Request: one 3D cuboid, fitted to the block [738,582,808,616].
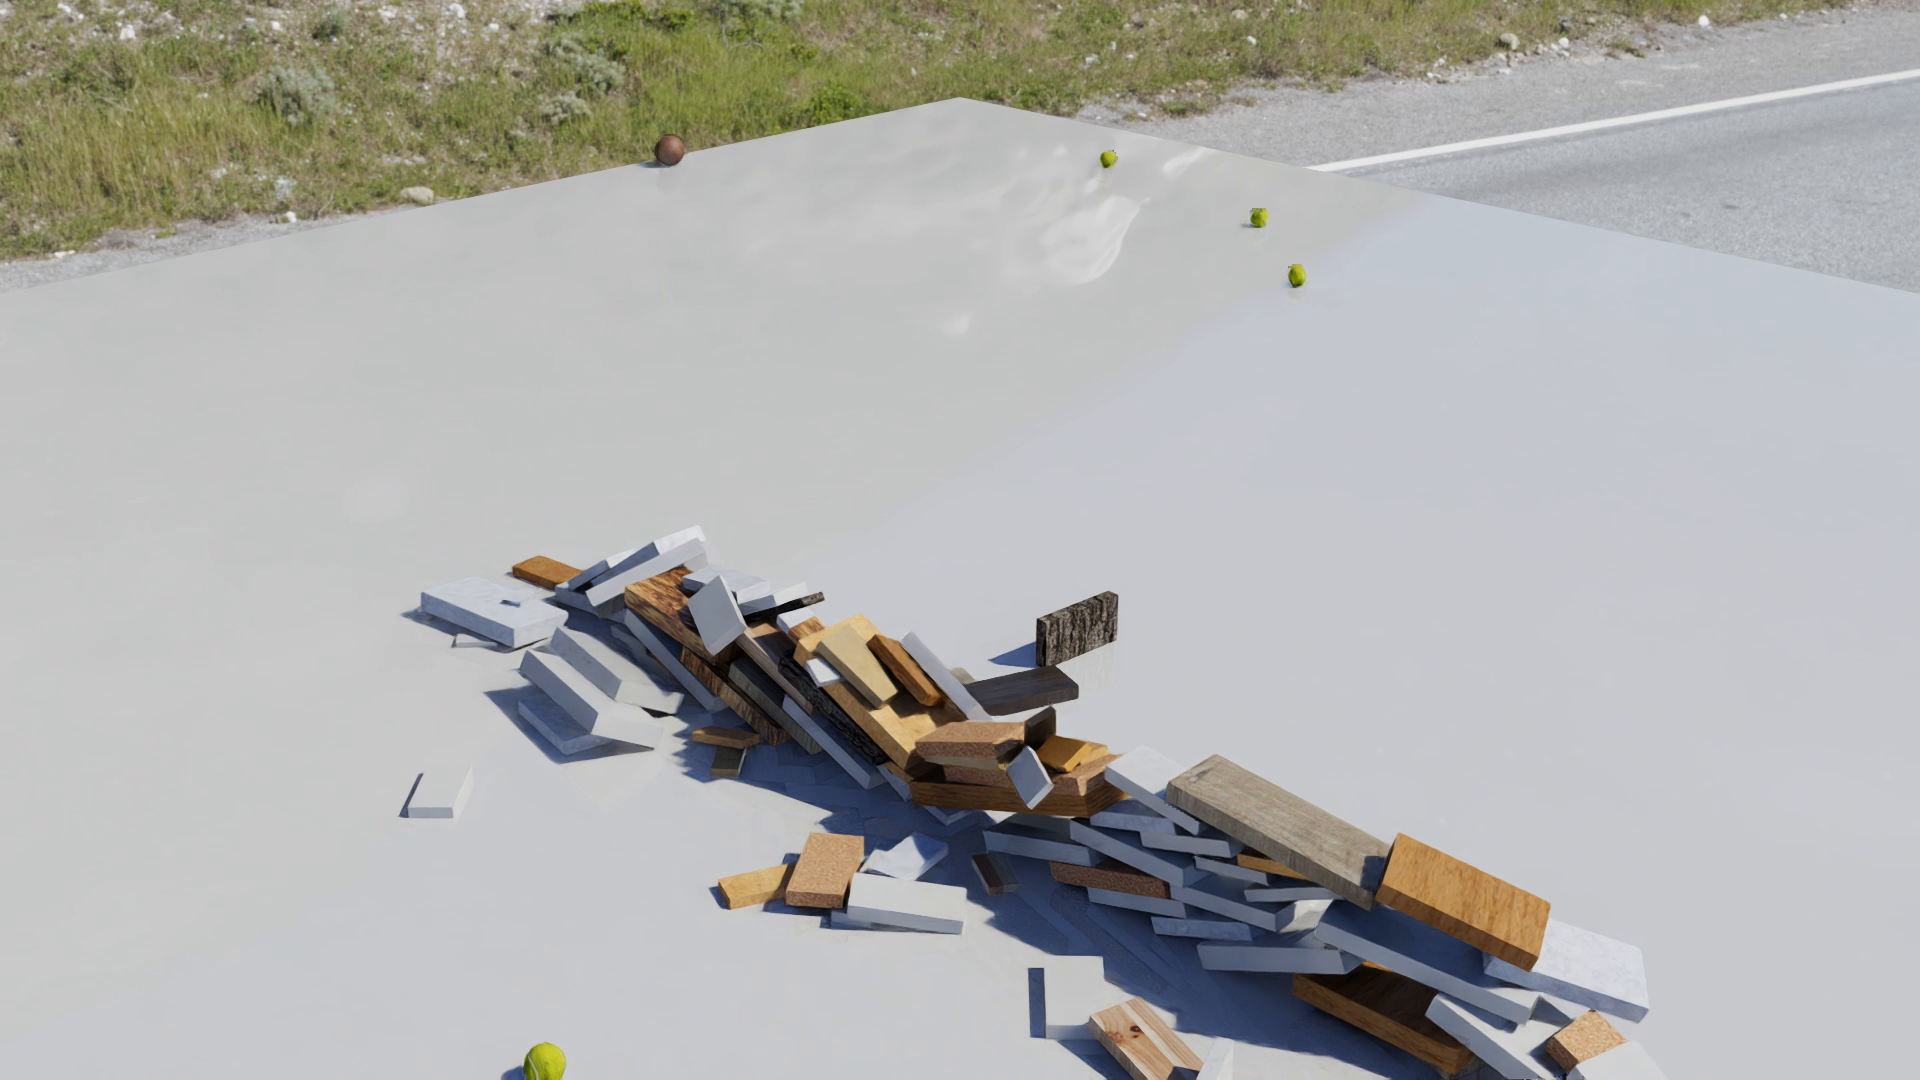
[{"bbox_3d":[-0.432,0.136,4.837,0.192,0.027,0.096,-16,4,45],"label":"block"}]

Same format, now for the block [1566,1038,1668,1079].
[{"bbox_3d":[1.082,0.915,3.420,0.134,0.038,0.268,-14,51,-29],"label":"block"}]

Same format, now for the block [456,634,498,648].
[{"bbox_3d":[-1.138,0.236,5.186,0.095,0.013,0.047,-1,23,-4],"label":"block"}]

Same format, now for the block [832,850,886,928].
[{"bbox_3d":[-0.165,0.661,4.175,0.079,0.022,0.232,7,24,17],"label":"block"}]

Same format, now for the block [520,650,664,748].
[{"bbox_3d":[-0.805,0.344,4.792,0.167,0.047,0.380,18,8,-39],"label":"block"}]

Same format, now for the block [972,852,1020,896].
[{"bbox_3d":[0.068,0.640,4.229,0.061,0.017,0.121,-6,24,-15],"label":"block"}]

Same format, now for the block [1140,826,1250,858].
[{"bbox_3d":[0.441,0.529,3.965,0.109,0.031,0.219,-20,12,-38],"label":"block"}]

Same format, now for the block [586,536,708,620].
[{"bbox_3d":[-0.726,0.090,5.117,0.285,0.040,0.143,-27,-11,-10],"label":"block"}]

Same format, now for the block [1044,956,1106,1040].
[{"bbox_3d":[0.201,0.798,3.842,0.105,0.030,0.210,0,23,1],"label":"block"}]

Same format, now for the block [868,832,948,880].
[{"bbox_3d":[-0.099,0.615,4.224,0.079,0.022,0.158,16,27,30],"label":"block"}]

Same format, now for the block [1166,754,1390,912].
[{"bbox_3d":[0.570,0.501,3.808,0.438,0.039,0.136,26,36,37],"label":"block"}]

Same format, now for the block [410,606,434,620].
[{"bbox_3d":[-1.289,0.168,5.348,0.047,0.013,0.095,9,25,21],"label":"block"}]

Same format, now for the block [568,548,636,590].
[{"bbox_3d":[-0.862,0.071,5.306,0.090,0.026,0.181,-23,-3,-45],"label":"block"}]

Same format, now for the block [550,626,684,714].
[{"bbox_3d":[-0.770,0.291,4.924,0.167,0.047,0.334,17,8,-40],"label":"block"}]

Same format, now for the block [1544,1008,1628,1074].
[{"bbox_3d":[1.066,0.871,3.525,0.121,0.034,0.241,-18,53,-41],"label":"block"}]

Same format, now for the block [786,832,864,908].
[{"bbox_3d":[-0.255,0.628,4.185,0.107,0.030,0.214,3,23,8],"label":"block"}]

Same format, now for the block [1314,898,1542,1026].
[{"bbox_3d":[0.792,0.689,3.684,0.368,0.038,0.134,20,32,22],"label":"block"}]

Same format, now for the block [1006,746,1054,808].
[{"bbox_3d":[0.130,0.442,4.100,0.017,0.061,0.121,35,14,-32],"label":"block"}]

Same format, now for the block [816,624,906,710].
[{"bbox_3d":[-0.198,0.255,4.462,0.182,0.026,0.091,43,41,13],"label":"block"}]

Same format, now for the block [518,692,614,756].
[{"bbox_3d":[-0.859,0.392,4.793,0.117,0.033,0.235,-15,27,-32],"label":"block"}]

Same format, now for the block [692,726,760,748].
[{"bbox_3d":[-0.501,0.422,4.708,0.131,0.018,0.065,6,11,29],"label":"block"}]

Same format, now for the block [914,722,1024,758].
[{"bbox_3d":[0.025,0.387,4.266,0.214,0.030,0.107,-4,14,45],"label":"block"}]

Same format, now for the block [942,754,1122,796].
[{"bbox_3d":[0.140,0.438,4.211,0.123,0.035,0.401,-21,12,-37],"label":"block"}]

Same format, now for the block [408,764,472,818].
[{"bbox_3d":[-1.066,0.515,4.515,0.090,0.026,0.181,0,23,0],"label":"block"}]

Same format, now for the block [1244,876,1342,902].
[{"bbox_3d":[0.601,0.597,3.812,0.082,0.023,0.217,-26,8,-41],"label":"block"}]

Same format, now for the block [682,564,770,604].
[{"bbox_3d":[-0.527,0.099,4.957,0.192,0.027,0.096,13,25,43],"label":"block"}]

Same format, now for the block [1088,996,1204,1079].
[{"bbox_3d":[0.317,0.853,3.672,0.105,0.030,0.210,-14,35,-29],"label":"block"}]

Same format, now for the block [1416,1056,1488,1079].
[{"bbox_3d":[0.799,0.830,3.761,0.121,0.034,0.241,-13,26,-29],"label":"block"}]

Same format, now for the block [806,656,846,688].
[{"bbox_3d":[-0.251,0.260,4.463,0.114,0.016,0.057,-12,56,-34],"label":"block"}]

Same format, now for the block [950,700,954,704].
[{"bbox_3d":[-0.104,0.358,4.821,0.208,0.018,0.065,-8,30,15],"label":"block"}]

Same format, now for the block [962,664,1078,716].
[{"bbox_3d":[0.079,0.350,4.893,0.357,0.033,0.117,-11,25,-24],"label":"block"}]

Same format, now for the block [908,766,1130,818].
[{"bbox_3d":[0.128,0.473,4.281,0.176,0.050,0.488,-22,12,-41],"label":"block"}]

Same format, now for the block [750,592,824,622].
[{"bbox_3d":[-0.378,0.147,4.819,0.151,0.021,0.076,-17,0,35],"label":"block"}]

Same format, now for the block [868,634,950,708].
[{"bbox_3d":[-0.105,0.267,4.481,0.182,0.026,0.091,47,13,28],"label":"block"}]

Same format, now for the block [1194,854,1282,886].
[{"bbox_3d":[0.508,0.573,3.914,0.082,0.023,0.165,-21,18,-39],"label":"block"}]

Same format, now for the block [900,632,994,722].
[{"bbox_3d":[-0.022,0.299,4.520,0.035,0.123,0.247,-42,52,-4],"label":"block"}]

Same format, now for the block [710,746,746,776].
[{"bbox_3d":[-0.489,0.463,4.648,0.057,0.016,0.114,1,23,3],"label":"block"}]

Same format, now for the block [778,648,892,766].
[{"bbox_3d":[-0.206,0.328,4.591,0.176,0.050,0.352,-16,42,-36],"label":"block"}]

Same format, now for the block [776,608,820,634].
[{"bbox_3d":[-0.303,0.215,4.668,0.076,0.021,0.206,-14,40,-34],"label":"block"}]

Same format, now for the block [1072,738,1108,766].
[{"bbox_3d":[0.221,0.399,4.159,0.063,0.018,0.127,-18,10,-26],"label":"block"}]

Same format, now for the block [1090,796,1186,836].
[{"bbox_3d":[0.352,0.501,4.054,0.109,0.031,0.219,-21,12,-39],"label":"block"}]

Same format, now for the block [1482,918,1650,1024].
[{"bbox_3d":[0.999,0.696,3.640,0.273,0.039,0.136,18,36,-4],"label":"block"}]
